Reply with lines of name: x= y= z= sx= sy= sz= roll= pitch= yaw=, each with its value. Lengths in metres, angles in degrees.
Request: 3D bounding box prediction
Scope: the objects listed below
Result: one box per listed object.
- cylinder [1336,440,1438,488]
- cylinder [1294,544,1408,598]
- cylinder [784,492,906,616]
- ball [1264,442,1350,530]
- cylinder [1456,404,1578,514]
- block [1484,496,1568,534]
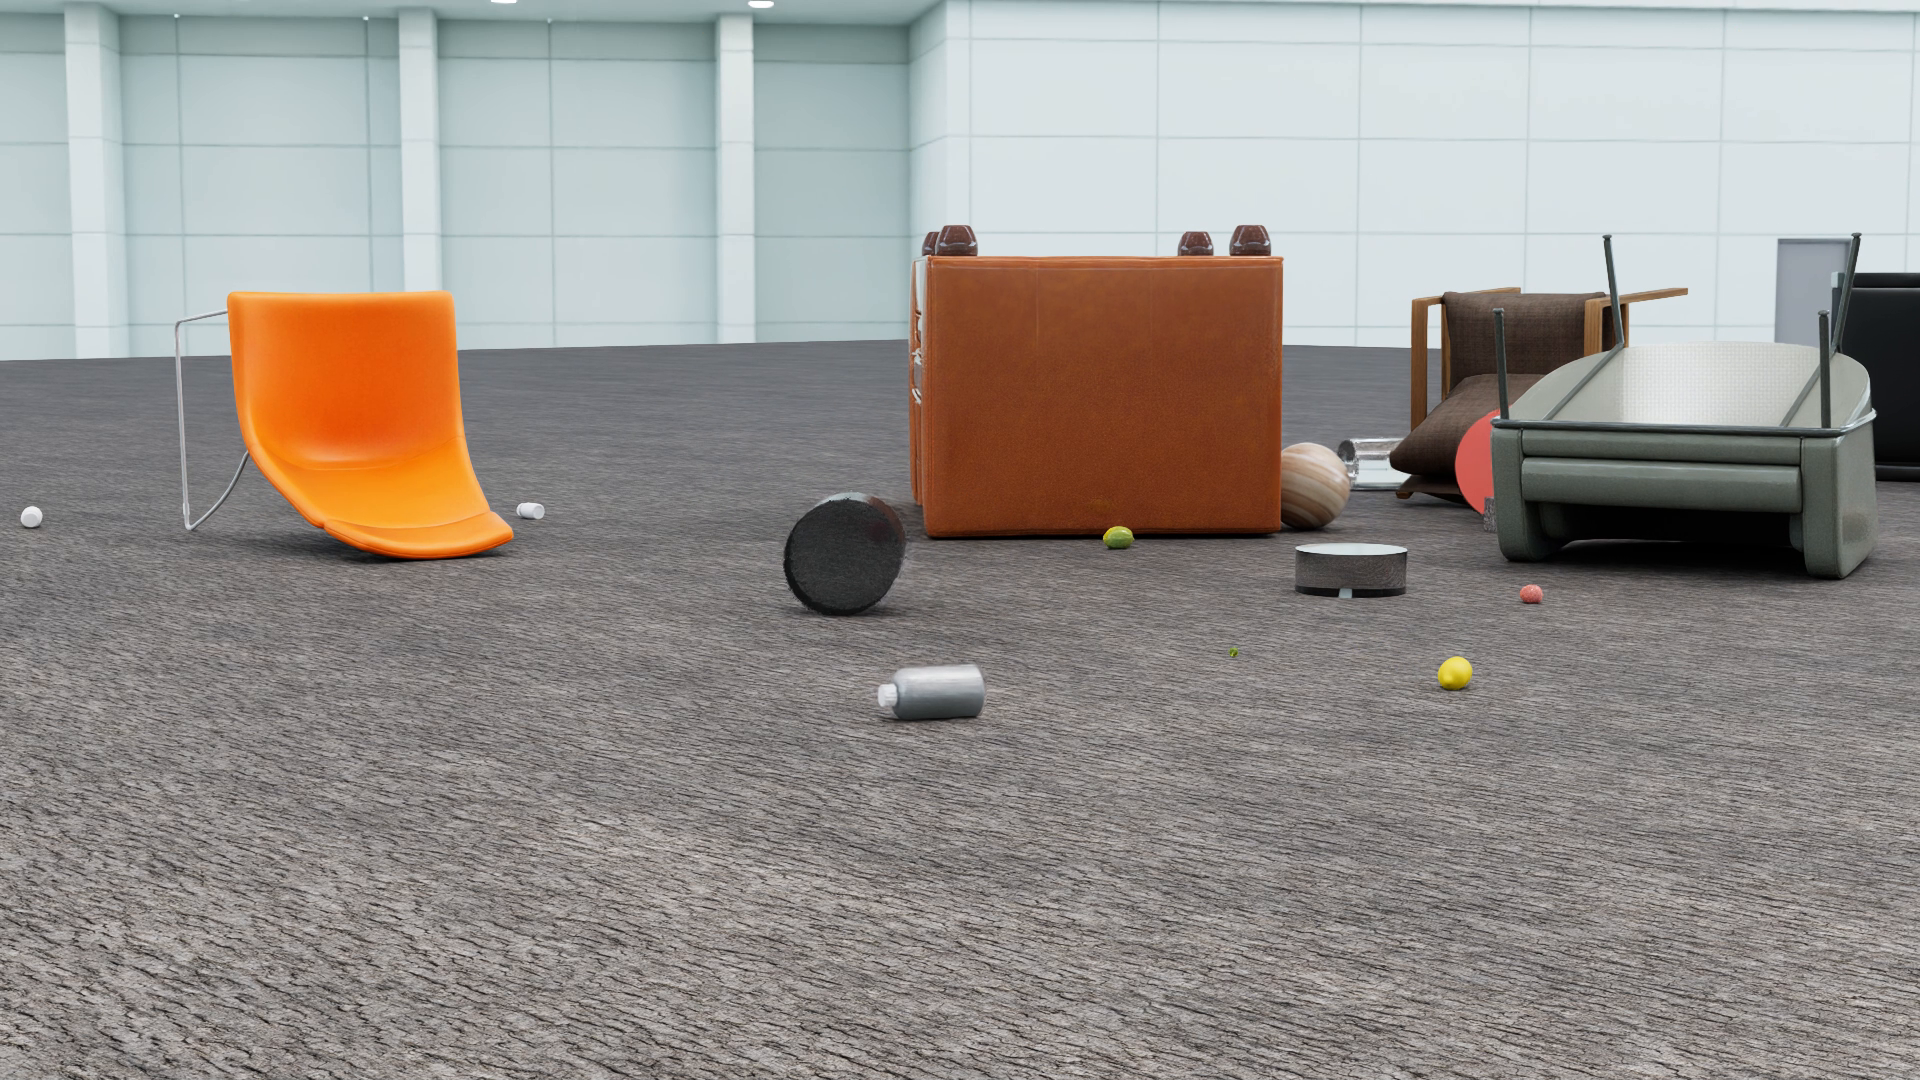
cylinder: x=1.323 y=-0.236 z=7.961 sx=0.252 sy=0.152 sz=0.232 roll=-1 pitch=7 yaw=-9
cylinder: x=0.818 y=0.063 z=5.370 sx=0.232 sy=0.089 sz=0.236 roll=-1 pitch=6 yaw=-10
cylinder: x=-0.225 y=0.026 z=5.043 sx=0.220 sy=0.235 sz=0.160 roll=41 pitch=6 yaw=-2
ball: x=0.902 y=-0.139 z=6.670 sx=0.226 sy=0.226 sz=0.226 roll=0 pitch=6 yaw=0
cylinder: x=1.506 y=-0.208 z=6.939 sx=0.306 sy=0.307 sz=0.234 roll=-16 pitch=1 yaw=17
block: x=1.461 y=-0.065 z=6.628 sx=0.178 sy=0.086 sz=0.113 roll=-1 pitch=6 yaw=-13
